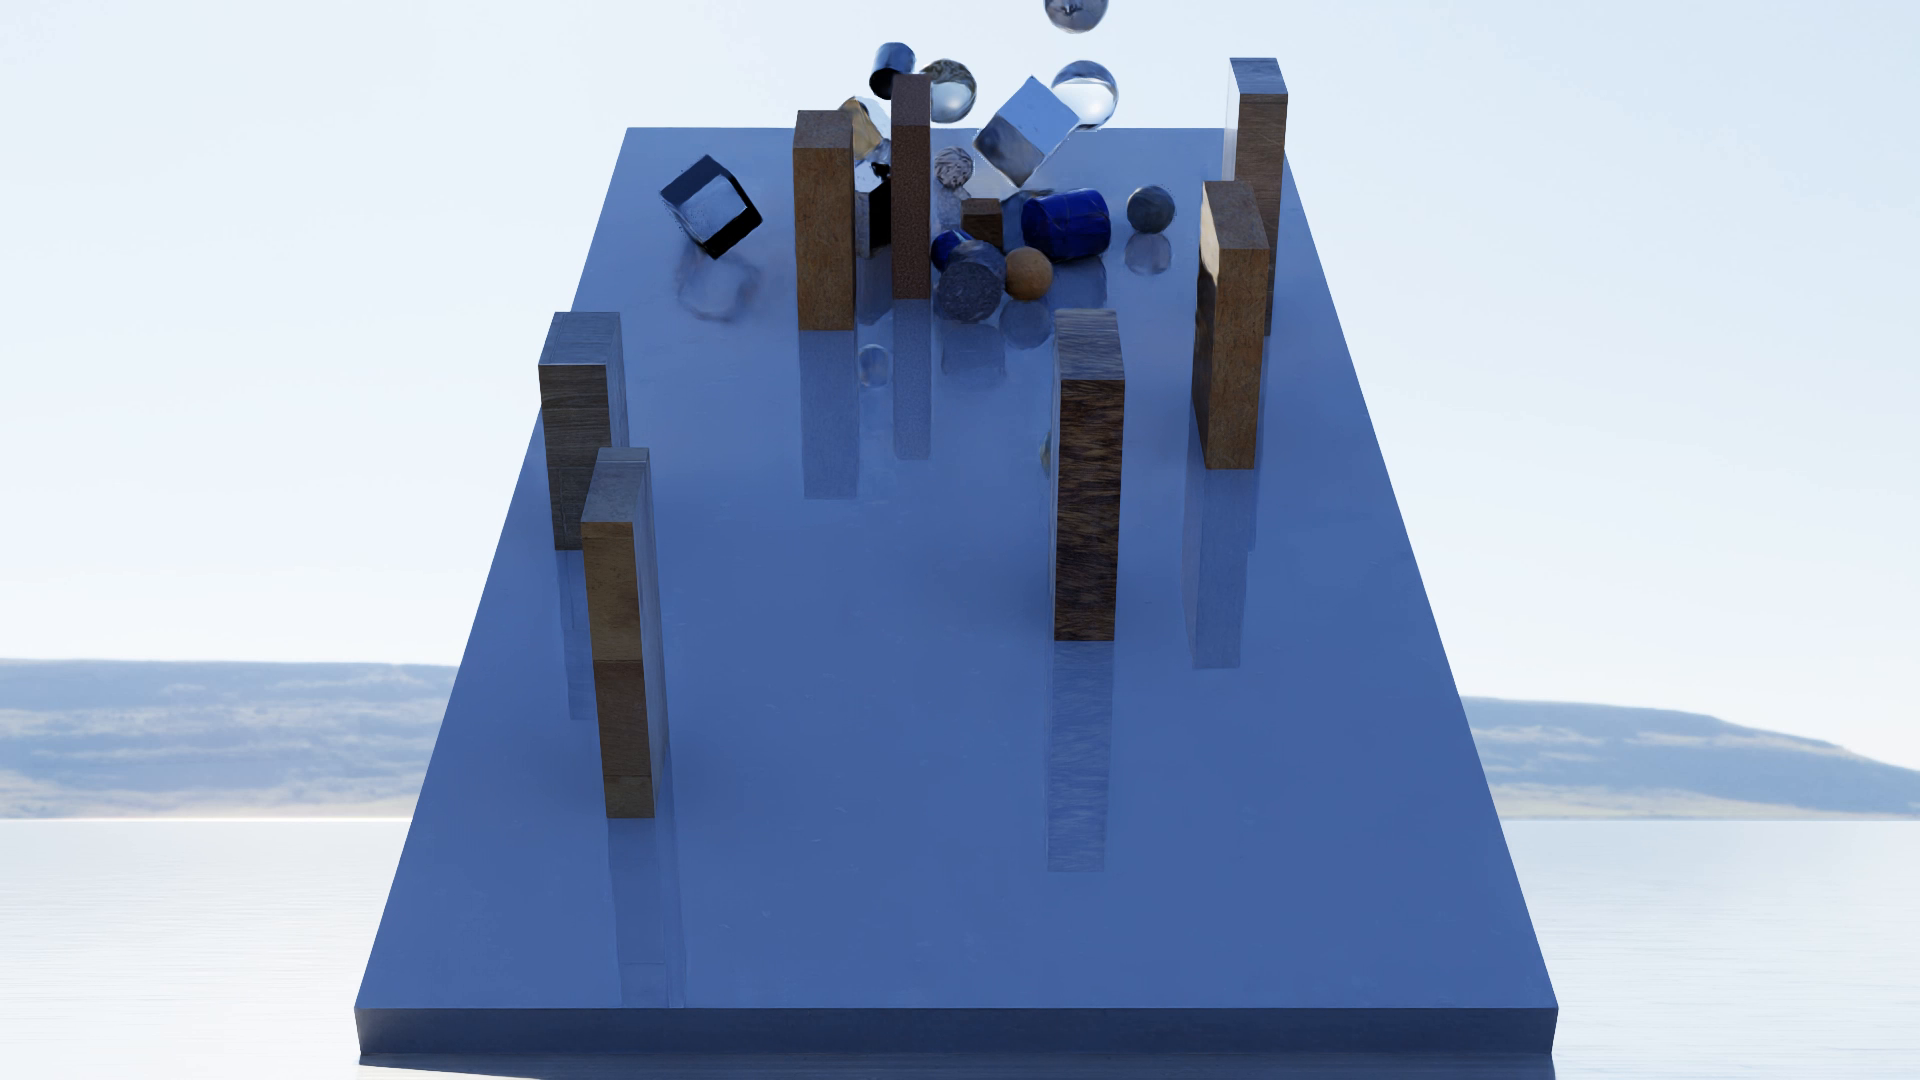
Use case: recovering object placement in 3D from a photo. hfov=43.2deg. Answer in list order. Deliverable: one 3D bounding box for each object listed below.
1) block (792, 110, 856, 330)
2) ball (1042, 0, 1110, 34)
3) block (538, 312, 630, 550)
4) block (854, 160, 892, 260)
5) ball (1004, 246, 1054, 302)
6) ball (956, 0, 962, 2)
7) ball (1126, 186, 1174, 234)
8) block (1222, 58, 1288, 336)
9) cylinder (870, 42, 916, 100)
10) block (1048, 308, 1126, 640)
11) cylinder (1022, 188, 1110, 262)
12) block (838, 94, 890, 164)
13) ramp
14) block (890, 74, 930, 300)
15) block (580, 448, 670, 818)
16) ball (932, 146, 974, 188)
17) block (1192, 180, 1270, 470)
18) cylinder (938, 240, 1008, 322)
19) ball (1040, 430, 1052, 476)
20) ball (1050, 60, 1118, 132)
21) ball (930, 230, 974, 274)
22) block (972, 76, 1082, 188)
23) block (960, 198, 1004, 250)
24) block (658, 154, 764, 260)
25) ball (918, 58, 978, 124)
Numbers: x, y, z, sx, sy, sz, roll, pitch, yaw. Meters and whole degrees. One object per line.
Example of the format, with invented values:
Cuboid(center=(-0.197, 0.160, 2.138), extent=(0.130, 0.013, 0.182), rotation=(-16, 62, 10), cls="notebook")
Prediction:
Cuboid(center=(-0.344, -0.819, 6.217), extent=(0.141, 0.498, 0.261), rotation=(0, 31, 0), cls="block")
Cuboid(center=(0.348, -1.621, 7.289), extent=(0.201, 0.201, 0.201), rotation=(0, -6, 0), cls="ball")
Cuboid(center=(-0.811, -0.237, 5.282), extent=(0.141, 0.451, 0.259), rotation=(0, 31, 0), cls="block")
Cuboid(center=(-0.292, -0.912, 6.667), extent=(0.199, 0.199, 0.199), rotation=(14, 33, 21), cls="block")
Cuboid(center=(0.173, -0.697, 6.363), extent=(0.143, 0.143, 0.143), rotation=(0, -6, 0), cls="ball")
Cuboid(center=(-0.003, -1.712, 7.433), extent=(0.120, 0.120, 0.120), rotation=(0, -6, 0), cls="ball")
Cuboid(center=(0.529, -0.918, 6.744), extent=(0.135, 0.135, 0.135), rotation=(0, -6, 0), cls="ball")
Cuboid(center=(0.735, -0.868, 6.158), extent=(0.119, 0.650, 0.259), rotation=(0, 31, 0), cls="block")
Cuboid(center=(-0.192, -1.337, 6.920), extent=(0.118, 0.118, 0.118), rotation=(6, -39, 5), cls="cylinder")
Cuboid(center=(0.255, -0.132, 4.965), extent=(0.124, 0.601, 0.317), rotation=(0, 31, 0), cls="block")
Cuboid(center=(0.287, -0.853, 6.590), extent=(0.180, 0.180, 0.180), rotation=(-14, -1, -22), cls="cylinder")
Cuboid(center=(-0.284, -1.149, 6.916), extent=(0.158, 0.158, 0.158), rotation=(-39, -11, 21), cls="block")
Cuboid(center=(-0.014, -0.203, 5.769), extent=(2.000, 0.100, 4.000), rotation=(0, 31, 0), cls="ramp")
Cuboid(center=(-0.129, -0.939, 6.435), extent=(0.100, 0.483, 0.377), rotation=(0, 31, 0), cls="block")
Cuboid(center=(-0.605, 0.172, 4.418), extent=(0.089, 0.631, 0.266), rotation=(0, 31, 0), cls="block")
Cuboid(center=(-0.020, -1.080, 7.031), extent=(0.118, 0.118, 0.118), rotation=(0, -6, 0), cls="ball")
Cuboid(center=(0.623, -0.501, 5.635), extent=(0.111, 0.553, 0.391), rotation=(0, 31, 0), cls="block")
Cuboid(center=(0.033, -0.664, 6.216), extent=(0.163, 0.163, 0.163), rotation=(-1, 27, 8), cls="cylinder")
Cuboid(center=(0.252, -0.195, 5.520), extent=(0.142, 0.142, 0.142), rotation=(0, -6, 0), cls="ball")
Cuboid(center=(0.360, -1.292, 7.056), extent=(0.205, 0.205, 0.205), rotation=(0, -6, 0), cls="ball")
Cuboid(center=(-0.014, -0.766, 6.491), extent=(0.130, 0.130, 0.130), rotation=(0, -6, 0), cls="ball")
Cuboid(center=(0.190, -1.177, 7.002), extent=(0.189, 0.189, 0.189), rotation=(42, -32, -3), cls="block")
Cuboid(center=(0.060, -0.869, 6.685), extent=(0.107, 0.107, 0.107), rotation=(-2, 31, -4), cls="block")
Cuboid(center=(-0.679, -0.909, 6.623), extent=(0.172, 0.172, 0.172), rotation=(42, -11, 48), cls="block")
Cuboid(center=(-0.042, -1.252, 6.772), extent=(0.181, 0.181, 0.181), rotation=(0, -6, 0), cls="ball")
